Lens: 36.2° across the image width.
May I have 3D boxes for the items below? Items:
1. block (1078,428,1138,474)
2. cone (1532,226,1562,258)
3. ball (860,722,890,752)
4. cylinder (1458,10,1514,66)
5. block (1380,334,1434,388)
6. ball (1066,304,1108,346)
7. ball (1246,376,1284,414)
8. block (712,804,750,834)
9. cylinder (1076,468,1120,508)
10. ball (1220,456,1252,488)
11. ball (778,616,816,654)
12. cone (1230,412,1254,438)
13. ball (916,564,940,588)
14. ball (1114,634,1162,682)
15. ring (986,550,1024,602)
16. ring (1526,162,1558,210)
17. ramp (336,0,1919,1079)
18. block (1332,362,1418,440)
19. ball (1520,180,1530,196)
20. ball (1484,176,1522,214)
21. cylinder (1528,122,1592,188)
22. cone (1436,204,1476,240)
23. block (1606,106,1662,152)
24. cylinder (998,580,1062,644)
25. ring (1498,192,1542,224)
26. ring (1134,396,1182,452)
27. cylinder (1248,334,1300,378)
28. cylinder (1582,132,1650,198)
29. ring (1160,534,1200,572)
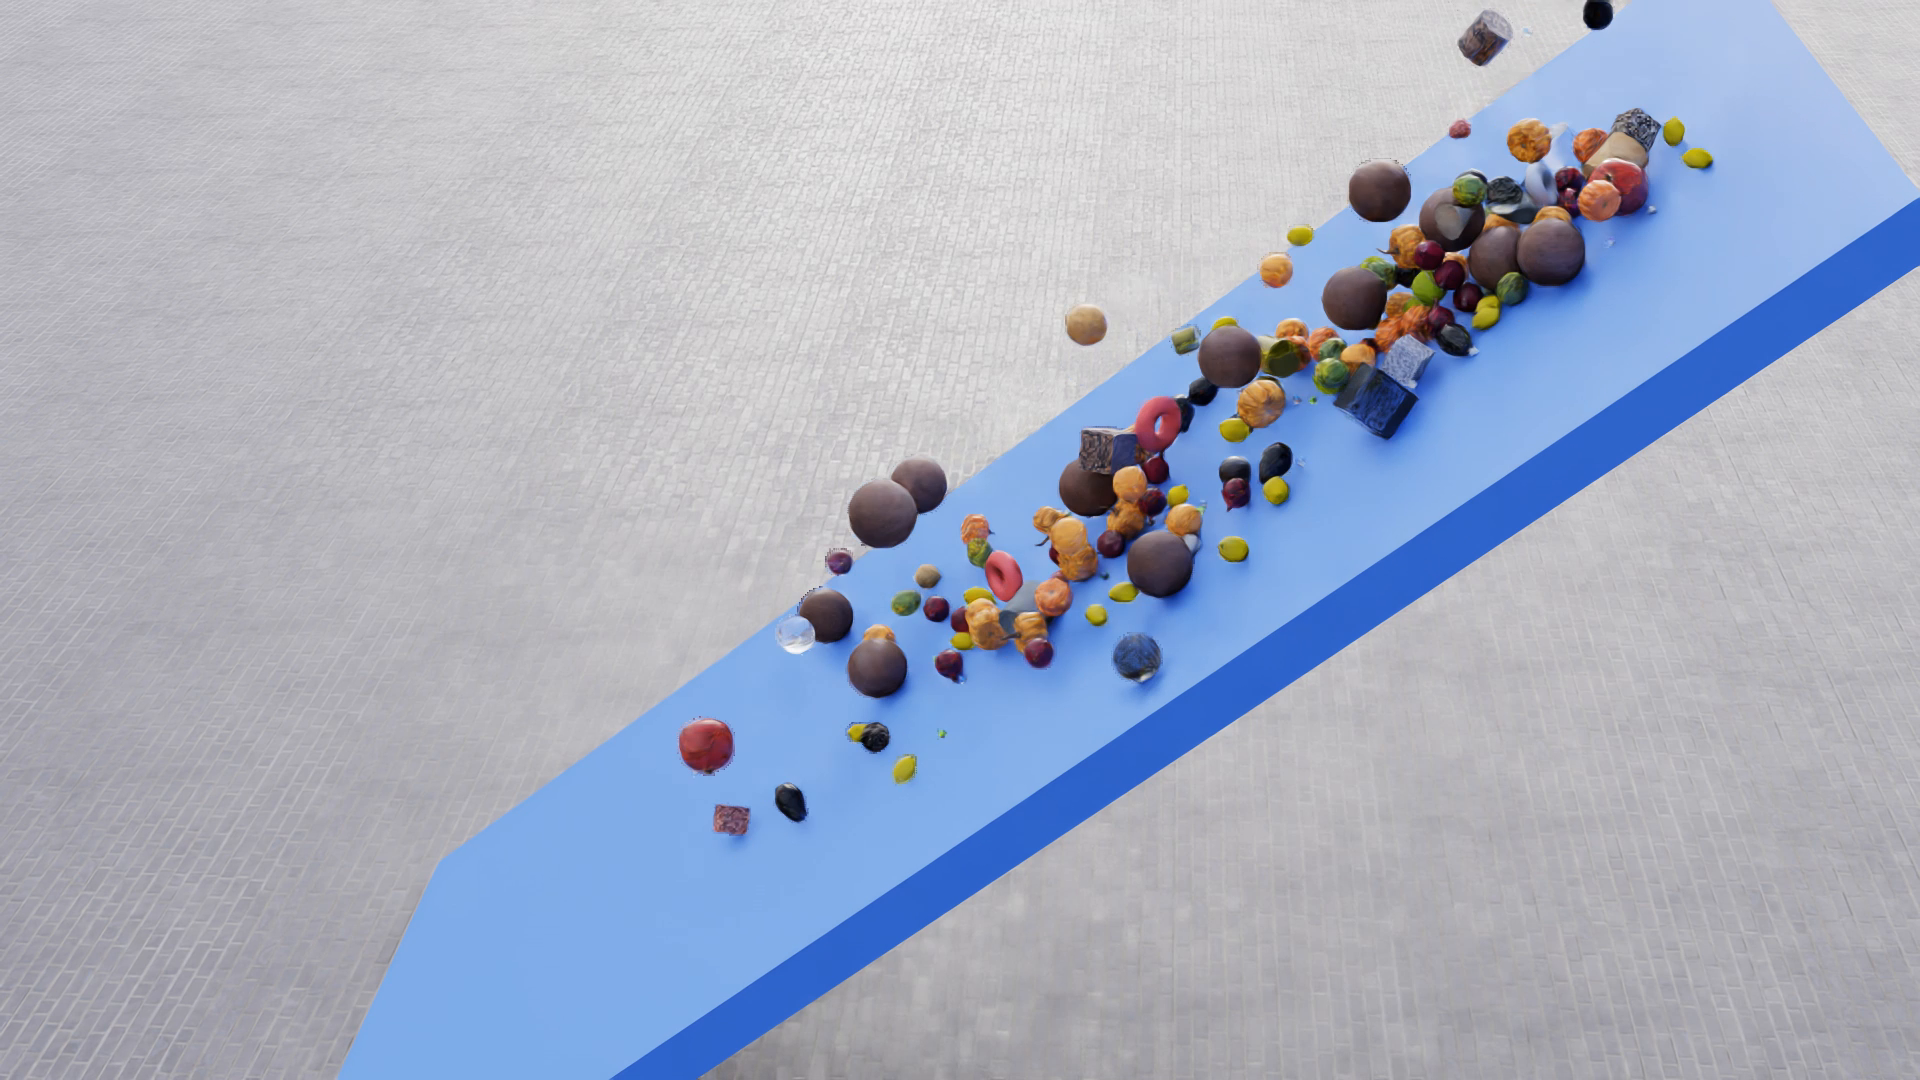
[{"bbox_3d":[0.307,-0.185,6.110,0.083,0.083,0.083,13,12,37],"label":"block"},{"bbox_3d":[1.142,-0.596,5.783,0.060,0.060,0.060,-37,16,12],"label":"cone"},{"bbox_3d":[-0.176,0.410,6.116,0.061,0.061,0.061,0,23,0],"label":"ball"},{"bbox_3d":[1.058,-1.010,5.921,0.080,0.080,0.080,21,44,-22],"label":"cylinder"},{"bbox_3d":[0.863,-0.347,5.673,0.065,0.065,0.065,36,34,16],"label":"block"},{"bbox_3d":[0.266,-0.449,6.142,0.089,0.089,0.089,0,23,0],"label":"ball"},{"bbox_3d":[0.636,-0.302,6.125,0.080,0.080,0.080,0,23,0],"label":"ball"},{"bbox_3d":[-0.491,0.598,6.300,0.057,0.057,0.057,8,-5,-25],"label":"block"},{"bbox_3d":[0.301,-0.133,6.364,0.091,0.091,0.091,3,62,6],"label":"cylinder"},{"bbox_3d":[0.552,-0.136,5.896,0.066,0.066,0.066,0,23,0],"label":"ball"},{"bbox_3d":[-0.352,0.204,6.333,0.081,0.081,0.081,0,23,0],"label":"ball"},{"bbox_3d":[0.594,-0.241,6.145,0.053,0.053,0.053,8,6,17],"label":"cone"},{"bbox_3d":[-0.074,0.083,6.775,0.058,0.058,0.058,0,23,0],"label":"ball"},{"bbox_3d":[0.326,0.217,5.418,0.089,0.089,0.089,0,23,0],"label":"ball"},{"bbox_3d":[0.093,0.077,6.186,0.038,0.114,0.114,-20,30,-28],"label":"ring"},{"bbox_3d":[1.148,-0.698,5.808,0.033,0.100,0.100,-16,12,34],"label":"ring"},{"bbox_3d":[0.123,0.184,6.336,4.000,0.100,2.000,-36,16,18],"label":"ramp"},{"bbox_3d":[0.789,-0.263,5.588,0.098,0.098,0.098,34,2,-15],"label":"block"},{"bbox_3d":[1.173,-0.712,6.023,0.062,0.062,0.062,0,23,0],"label":"ball"},{"bbox_3d":[1.084,-0.688,5.872,0.077,0.077,0.077,0,23,0],"label":"ball"},{"bbox_3d":[1.224,-0.783,5.989,0.095,0.095,0.095,-37,18,14],"label":"cylinder"},{"bbox_3d":[0.981,-0.633,5.744,0.074,0.074,0.074,-23,32,-29],"label":"cone"},{"bbox_3d":[1.317,-0.796,5.753,0.064,0.064,0.064,32,-21,-18],"label":"block"},{"bbox_3d":[0.143,0.148,6.025,0.094,0.094,0.094,17,54,34],"label":"cylinder"},{"bbox_3d":[1.121,-0.679,5.958,0.120,0.040,0.120,14,27,-7],"label":"ring"},{"bbox_3d":[0.420,-0.245,6.227,0.123,0.123,0.041,-20,29,-38],"label":"ring"},{"bbox_3d":[0.652,-0.382,6.109,0.080,0.080,0.080,-11,15,-23],"label":"cylinder"},{"bbox_3d":[1.272,-0.728,5.707,0.091,0.091,0.091,-47,39,-10],"label":"cylinder"},{"bbox_3d":[0.434,0.025,5.797,0.093,0.031,0.093,-38,14,11],"label":"ring"}]
